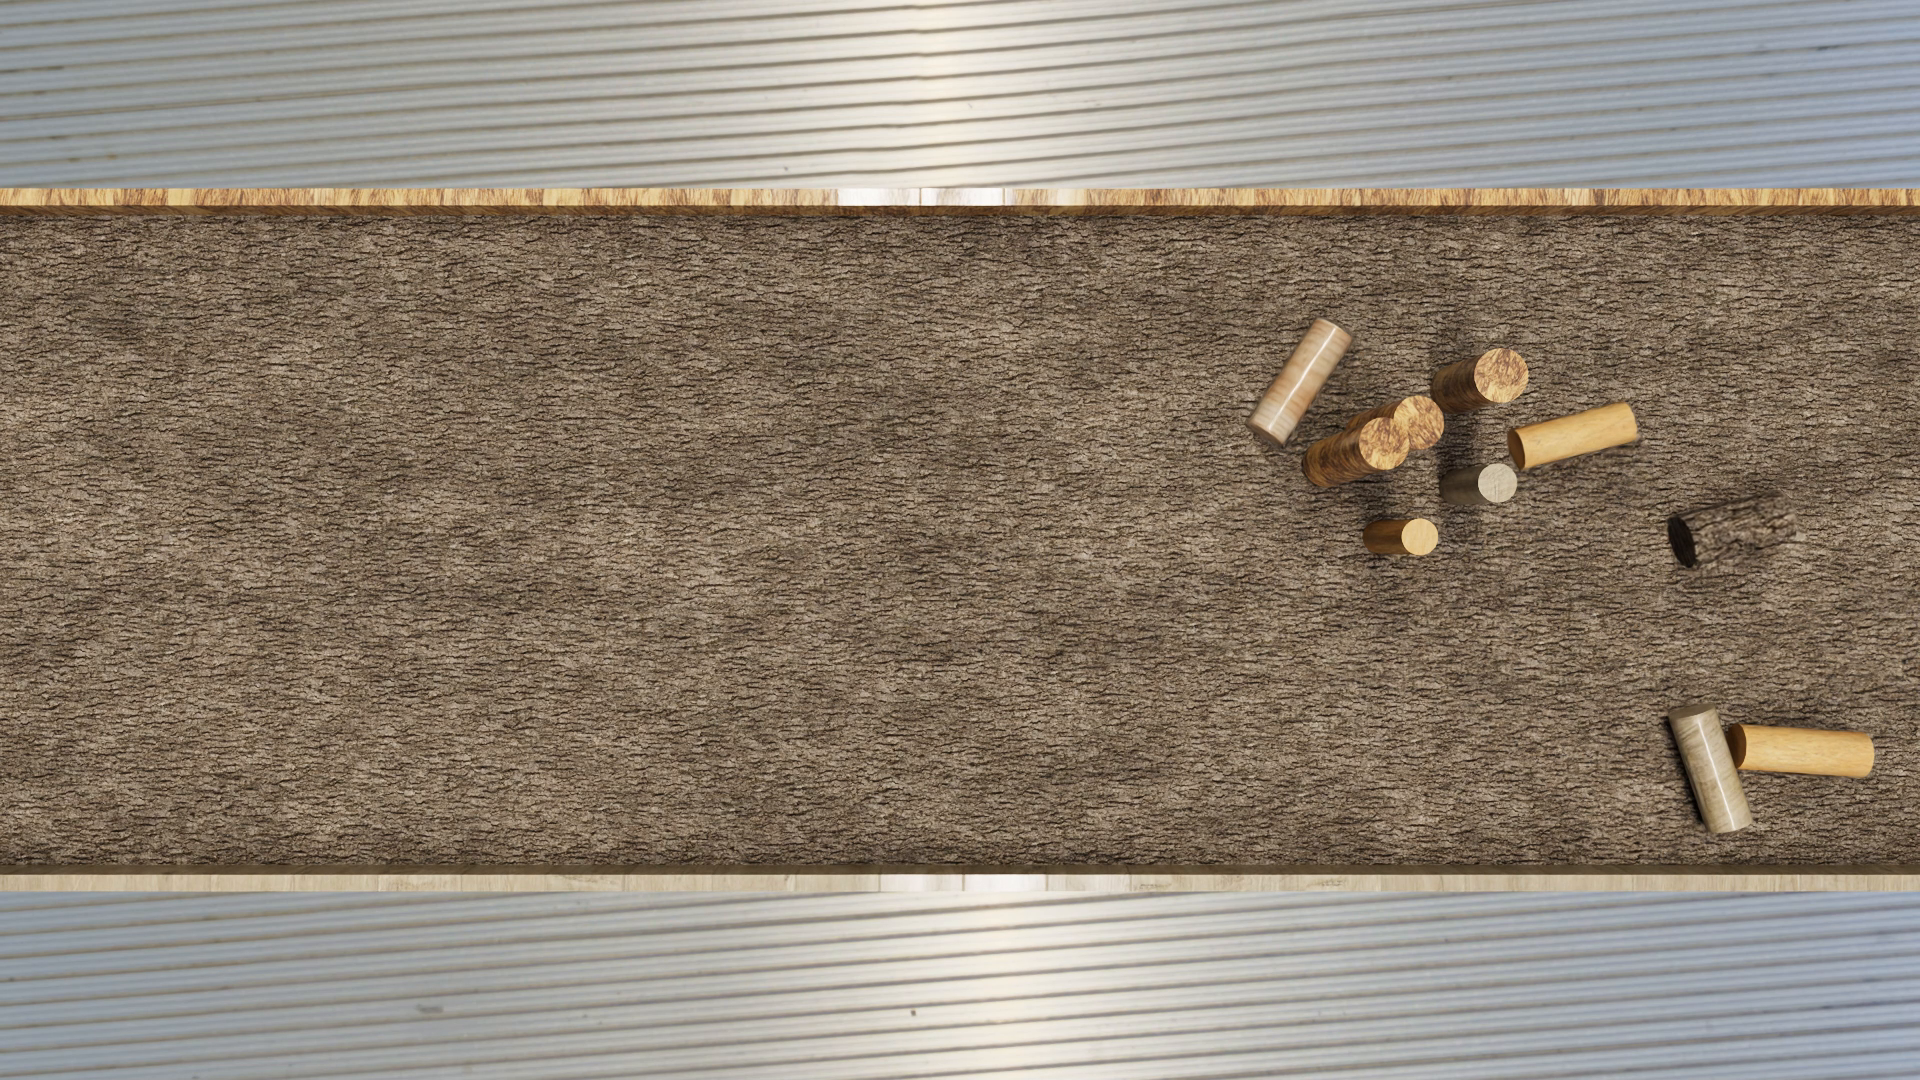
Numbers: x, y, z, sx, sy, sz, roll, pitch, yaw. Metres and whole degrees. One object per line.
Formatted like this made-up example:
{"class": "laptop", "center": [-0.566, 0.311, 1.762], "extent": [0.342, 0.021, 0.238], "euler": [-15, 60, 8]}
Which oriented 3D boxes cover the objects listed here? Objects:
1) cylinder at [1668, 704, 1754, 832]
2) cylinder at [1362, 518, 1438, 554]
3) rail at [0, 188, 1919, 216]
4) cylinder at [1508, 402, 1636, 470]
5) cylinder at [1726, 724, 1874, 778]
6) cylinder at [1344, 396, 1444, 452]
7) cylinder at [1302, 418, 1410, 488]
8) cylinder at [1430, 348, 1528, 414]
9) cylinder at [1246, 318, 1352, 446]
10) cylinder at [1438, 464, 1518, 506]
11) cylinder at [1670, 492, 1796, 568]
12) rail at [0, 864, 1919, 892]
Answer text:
{"class": "cylinder", "center": [2.279, 0.692, 5.008], "extent": [0.137, 0.137, 0.364], "euler": [-19, 90, 0]}
{"class": "cylinder", "center": [1.290, -0.009, 4.851], "extent": [0.102, 0.450, 0.102], "euler": [0, 90, 0]}
{"class": "rail", "center": [-2.247, -1.025, 5.002], "extent": [12.000, 0.150, 0.050], "euler": [0, 90, 0]}
{"class": "cylinder", "center": [1.861, -0.317, 5.015], "extent": [0.344, 0.123, 0.123], "euler": [-14, 90, 0]}
{"class": "cylinder", "center": [2.547, 0.639, 5.008], "extent": [0.383, 0.137, 0.137], "euler": [4, 90, 0]}
{"class": "cylinder", "center": [1.281, -0.326, 4.887], "extent": [0.154, 0.357, 0.154], "euler": [1, 87, -9]}
{"class": "cylinder", "center": [1.156, -0.252, 4.843], "extent": [0.148, 0.448, 0.148], "euler": [1, 85, -8]}
{"class": "cylinder", "center": [1.522, -0.462, 4.856], "extent": [0.153, 0.440, 0.153], "euler": [0, 90, 0]}
{"class": "cylinder", "center": [1.032, -0.479, 5.011], "extent": [0.130, 0.130, 0.378], "euler": [34, 90, 0]}
{"class": "cylinder", "center": [1.530, -0.162, 4.884], "extent": [0.111, 0.384, 0.111], "euler": [0, 90, 0]}
{"class": "cylinder", "center": [2.338, -0.031, 4.996], "extent": [0.311, 0.162, 0.162], "euler": [-14, 90, 0]}
{"class": "rail", "center": [-2.247, 1.025, 5.001], "extent": [12.000, 0.150, 0.050], "euler": [0, 90, 0]}
